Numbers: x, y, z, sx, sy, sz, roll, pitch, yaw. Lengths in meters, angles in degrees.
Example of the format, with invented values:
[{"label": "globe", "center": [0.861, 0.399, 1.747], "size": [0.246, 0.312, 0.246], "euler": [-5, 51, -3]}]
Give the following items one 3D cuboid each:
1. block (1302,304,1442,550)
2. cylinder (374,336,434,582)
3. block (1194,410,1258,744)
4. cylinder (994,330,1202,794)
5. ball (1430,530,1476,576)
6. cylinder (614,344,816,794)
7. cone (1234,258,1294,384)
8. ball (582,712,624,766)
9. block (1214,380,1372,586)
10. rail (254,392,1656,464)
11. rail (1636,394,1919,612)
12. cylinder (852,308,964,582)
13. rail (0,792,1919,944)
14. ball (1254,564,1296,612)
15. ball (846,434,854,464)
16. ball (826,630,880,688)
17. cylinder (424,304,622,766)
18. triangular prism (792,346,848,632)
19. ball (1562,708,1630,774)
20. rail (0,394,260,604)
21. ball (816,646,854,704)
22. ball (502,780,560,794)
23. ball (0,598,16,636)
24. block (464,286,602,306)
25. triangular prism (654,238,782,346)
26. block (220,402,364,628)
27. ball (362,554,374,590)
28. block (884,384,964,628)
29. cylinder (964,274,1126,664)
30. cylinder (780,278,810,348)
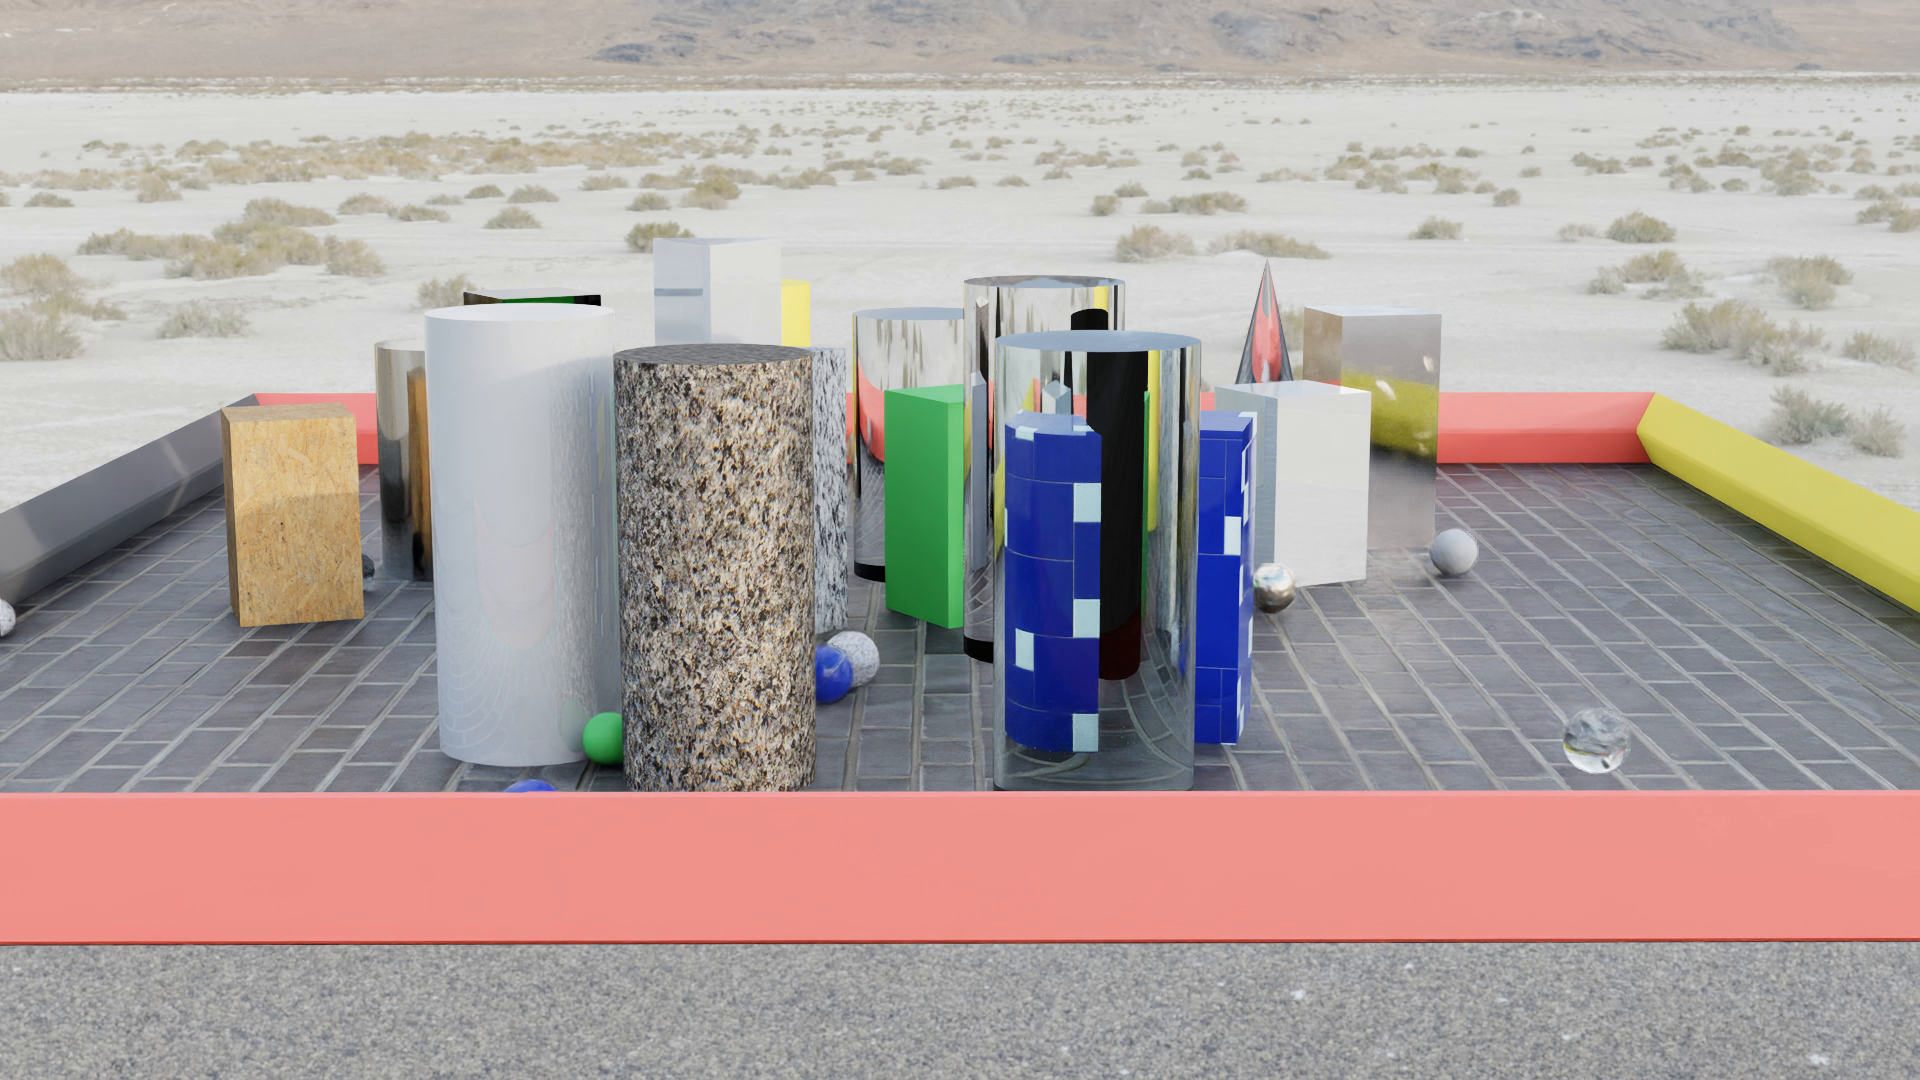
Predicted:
[{"label": "block", "center": [0.631, -0.177, 3.964], "size": [0.160, 0.357, 0.160], "euler": [-2, 11, -13]}, {"label": "cylinder", "center": [-0.745, -0.121, 3.736], "size": [0.200, 0.332, 0.200], "euler": [0, 10, 0]}, {"label": "block", "center": [0.239, 0.036, 2.850], "size": [0.160, 0.344, 0.160], "euler": [2, 11, 12]}, {"label": "cylinder", "center": [0.133, 0.037, 2.513], "size": [0.200, 0.465, 0.200], "euler": [0, 10, 0]}, {"label": "ball", "center": [0.714, 0.018, 3.713], "size": [0.067, 0.067, 0.067], "euler": [0, 10, 0]}, {"label": "cylinder", "center": [-0.249, 0.029, 2.622], "size": [0.200, 0.440, 0.200], "euler": [0, 10, 0]}, {"label": "cone", "center": [0.494, -0.247, 4.161], "size": [0.200, 0.424, 0.200], "euler": [0, 10, 0]}, {"label": "ball", "center": [-0.370, 0.210, 2.700], "size": [0.057, 0.057, 0.057], "euler": [0, 10, 0]}, {"label": "block", "center": [0.476, -0.083, 3.697], "size": [0.160, 0.271, 0.160], "euler": [-5, 12, -27]}, {"label": "rail", "center": [-0.008, -0.204, 4.730], "size": [2.594, 0.130, 0.045], "euler": [0, 10, 0]}, {"label": "rail", "center": [1.273, 0.032, 3.456], "size": [0.045, 0.130, 2.654], "euler": [0, 10, 0]}, {"label": "cylinder", "center": [-0.055, -0.140, 3.711], "size": [0.200, 0.376, 0.200], "euler": [0, 10, 0]}, {"label": "rail", "center": [0.008, 0.270, 2.167], "size": [2.594, 0.130, 0.045], "euler": [0, 10, 0]}, {"label": "ball", "center": [0.420, 0.065, 3.459], "size": [0.065, 0.065, 0.065], "euler": [0, 10, 0]}, {"label": "ball", "center": [-0.167, -0.168, 4.678], "size": [0.081, 0.081, 0.081], "euler": [0, 10, 0]}, {"label": "ball", "center": [-0.130, 0.141, 3.044], "size": [0.068, 0.068, 0.068], "euler": [0, 10, 0]}, {"label": "cylinder", "center": [-0.466, -0.011, 2.757], "size": [0.200, 0.470, 0.200], "euler": [0, 10, 0]}, {"label": "triangular prism", "center": [-0.262, -0.066, 3.339], "size": [0.173, 0.367, 0.150], "euler": [-9, 14, -41]}, {"label": "ball", "center": [0.663, 0.209, 2.671], "size": [0.069, 0.069, 0.069], "euler": [0, 10, 0]}, {"label": "rail", "center": [-1.273, 0.035, 3.441], "size": [0.045, 0.130, 2.654], "euler": [0, 10, 0]}, {"label": "ball", "center": [-0.157, 0.155, 2.965], "size": [0.068, 0.068, 0.068], "euler": [0, 10, 0]}, {"label": "ball", "center": [-0.401, 0.259, 2.394], "size": [0.071, 0.071, 0.071], "euler": [0, 10, 0]}, {"label": "ball", "center": [-1.245, 0.100, 3.309], "size": [0.051, 0.051, 0.051], "euler": [0, 10, 0]}, {"label": "block", "center": [-0.659, -0.192, 3.980], "size": [0.160, 0.382, 0.160], "euler": [-6, 12, -31]}, {"label": "triangular prism", "center": [-0.358, -0.170, 3.559], "size": [0.150, 0.491, 0.173], "euler": [6, 12, 30]}, {"label": "block", "center": [-0.898, -0.037, 3.448], "size": [0.160, 0.271, 0.160], "euler": [-4, 11, -20]}, {"label": "ball", "center": [-0.850, 0.044, 3.602], "size": [0.055, 0.055, 0.055], "euler": [0, 10, 0]}, {"label": "block", "center": [0.009, -0.050, 3.445], "size": [0.160, 0.298, 0.160], "euler": [-7, 12, -32]}, {"label": "cylinder", "center": [0.104, -0.090, 3.200], "size": [0.200, 0.465, 0.200], "euler": [0, 10, 0]}, {"label": "cylinder", "center": [-0.338, -0.219, 4.115], "size": [0.200, 0.386, 0.200], "euler": [0, 10, 0]}]
